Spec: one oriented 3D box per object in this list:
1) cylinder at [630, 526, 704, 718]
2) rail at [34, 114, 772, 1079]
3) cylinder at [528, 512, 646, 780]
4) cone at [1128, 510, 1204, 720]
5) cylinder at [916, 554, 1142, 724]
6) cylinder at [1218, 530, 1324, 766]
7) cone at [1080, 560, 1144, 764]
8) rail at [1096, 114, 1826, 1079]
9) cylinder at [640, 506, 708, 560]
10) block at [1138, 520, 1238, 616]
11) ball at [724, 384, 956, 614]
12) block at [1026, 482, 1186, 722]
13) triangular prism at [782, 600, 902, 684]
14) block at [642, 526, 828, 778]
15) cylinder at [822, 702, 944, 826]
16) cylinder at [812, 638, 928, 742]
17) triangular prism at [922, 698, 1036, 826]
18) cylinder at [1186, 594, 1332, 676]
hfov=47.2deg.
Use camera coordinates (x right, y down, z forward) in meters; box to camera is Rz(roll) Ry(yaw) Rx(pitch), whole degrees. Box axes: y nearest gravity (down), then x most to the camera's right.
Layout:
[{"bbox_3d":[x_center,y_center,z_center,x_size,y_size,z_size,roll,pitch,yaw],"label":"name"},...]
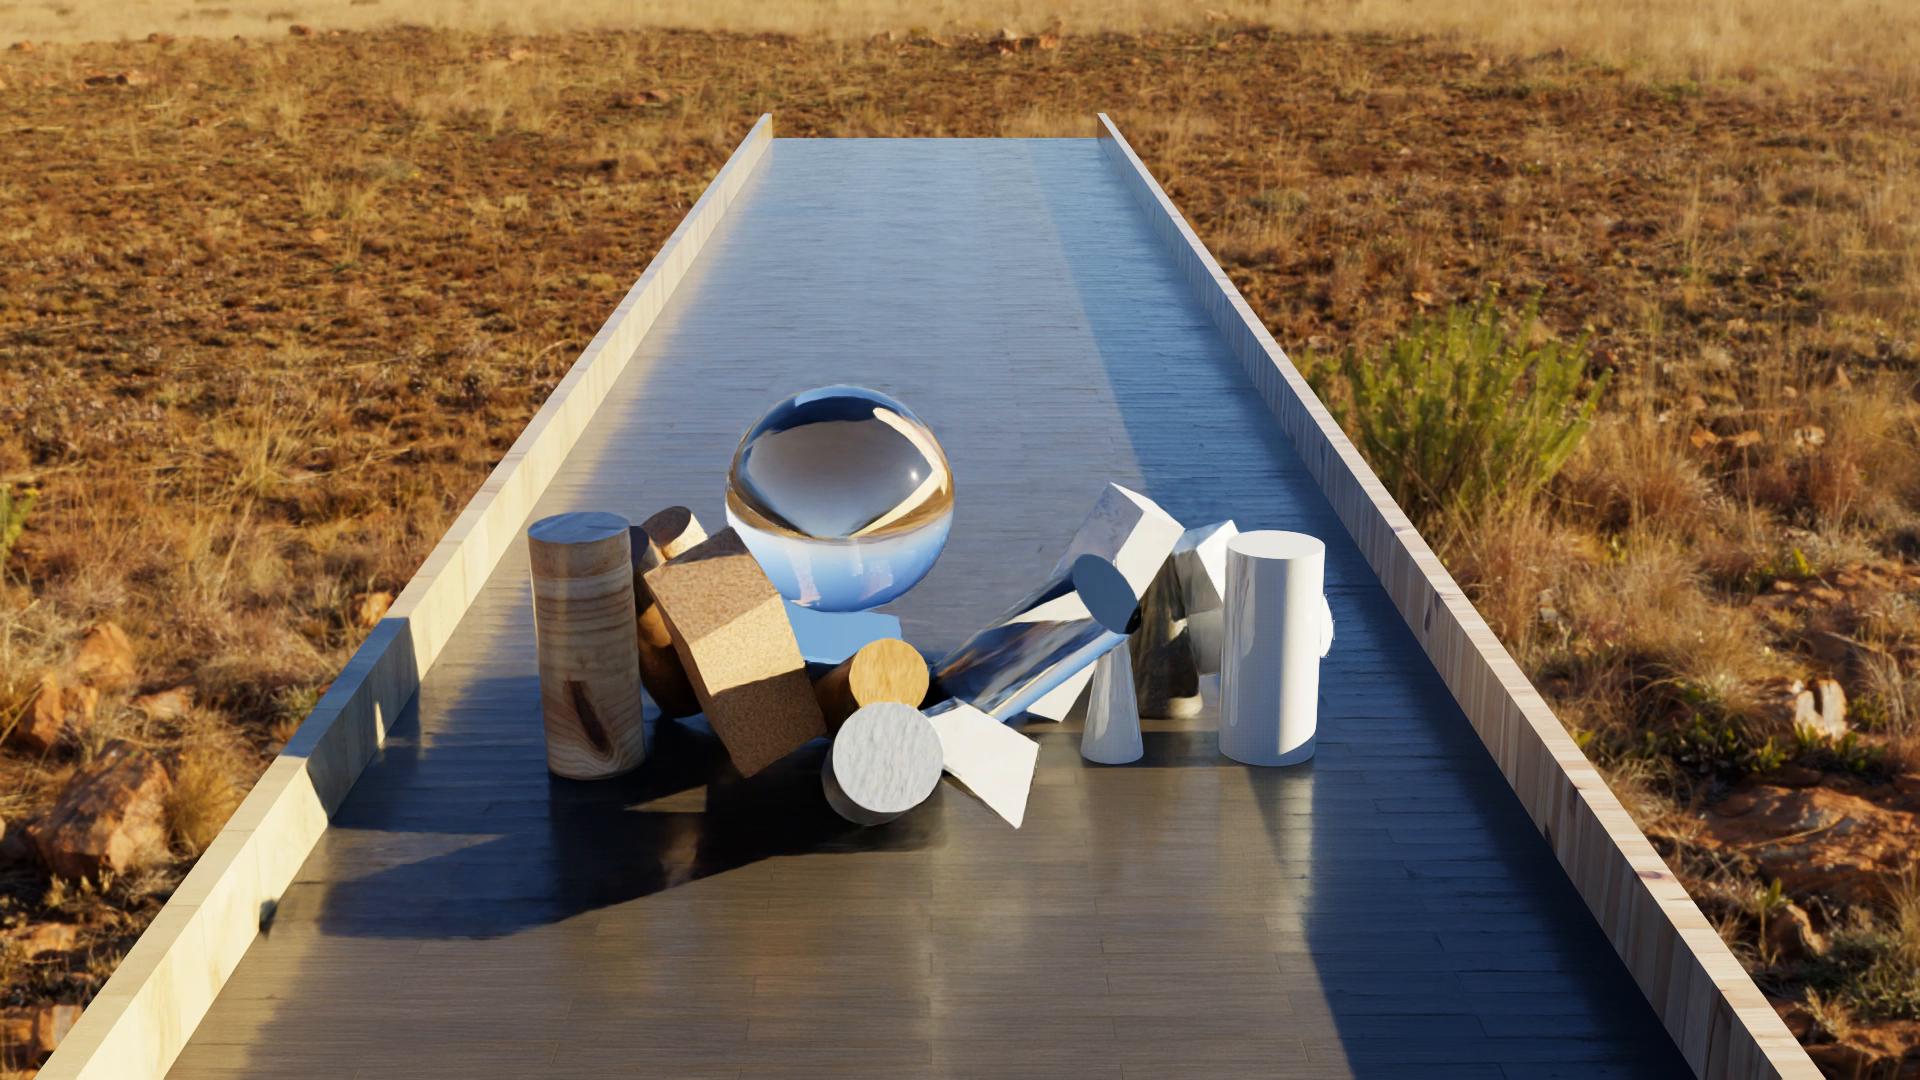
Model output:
[{"bbox_3d":[-0.564,0.153,4.055,0.170,0.335,0.170,-20,36,15],"label":"cylinder"},{"bbox_3d":[-1.118,-0.838,7.780,0.050,0.150,12.000,0,17,-1],"label":"rail"},{"bbox_3d":[-0.649,0.184,3.836,0.173,0.434,0.173,-1,19,0],"label":"cylinder"},{"bbox_3d":[0.376,0.123,4.114,0.170,0.393,0.170,0,19,0],"label":"cone"},{"bbox_3d":[0.112,0.201,3.853,0.425,0.159,0.159,-38,-7,34],"label":"cylinder"},{"bbox_3d":[0.553,0.191,3.911,0.172,0.383,0.172,0,17,0],"label":"cylinder"},{"bbox_3d":[0.273,0.202,3.895,0.114,0.372,0.114,0,17,0],"label":"cone"},{"bbox_3d":[0.932,-0.844,7.801,0.050,0.150,12.000,0,17,-1],"label":"rail"},{"bbox_3d":[-0.479,0.110,4.197,0.124,0.365,0.124,-20,35,15],"label":"cylinder"},{"bbox_3d":[0.367,0.082,4.254,0.412,0.124,0.124,-17,14,47],"label":"block"},{"bbox_3d":[-0.203,-0.069,3.732,0.390,0.390,0.390,0,17,0],"label":"ball"},{"bbox_3d":[0.231,0.116,4.048,0.114,0.431,0.114,21,16,-42],"label":"block"},{"bbox_3d":[-0.265,0.182,4.061,0.310,0.128,0.148,9,-21,-18],"label":"triangular prism"},{"bbox_3d":[-0.372,0.195,3.709,0.166,0.443,0.166,-30,57,-12],"label":"block"},{"bbox_3d":[-0.127,0.354,3.431,0.163,0.163,0.449,-2,-10,-6],"label":"cylinder"},{"bbox_3d":[-0.165,0.264,3.789,0.132,0.132,0.442,-4,-9,-14],"label":"cylinder"},{"bbox_3d":[0.021,0.347,3.671,0.122,0.140,0.331,-50,24,-8],"label":"triangular prism"},{"bbox_3d":[0.530,0.178,4.205,0.334,0.139,0.139,-12,7,36],"label":"cylinder"}]
